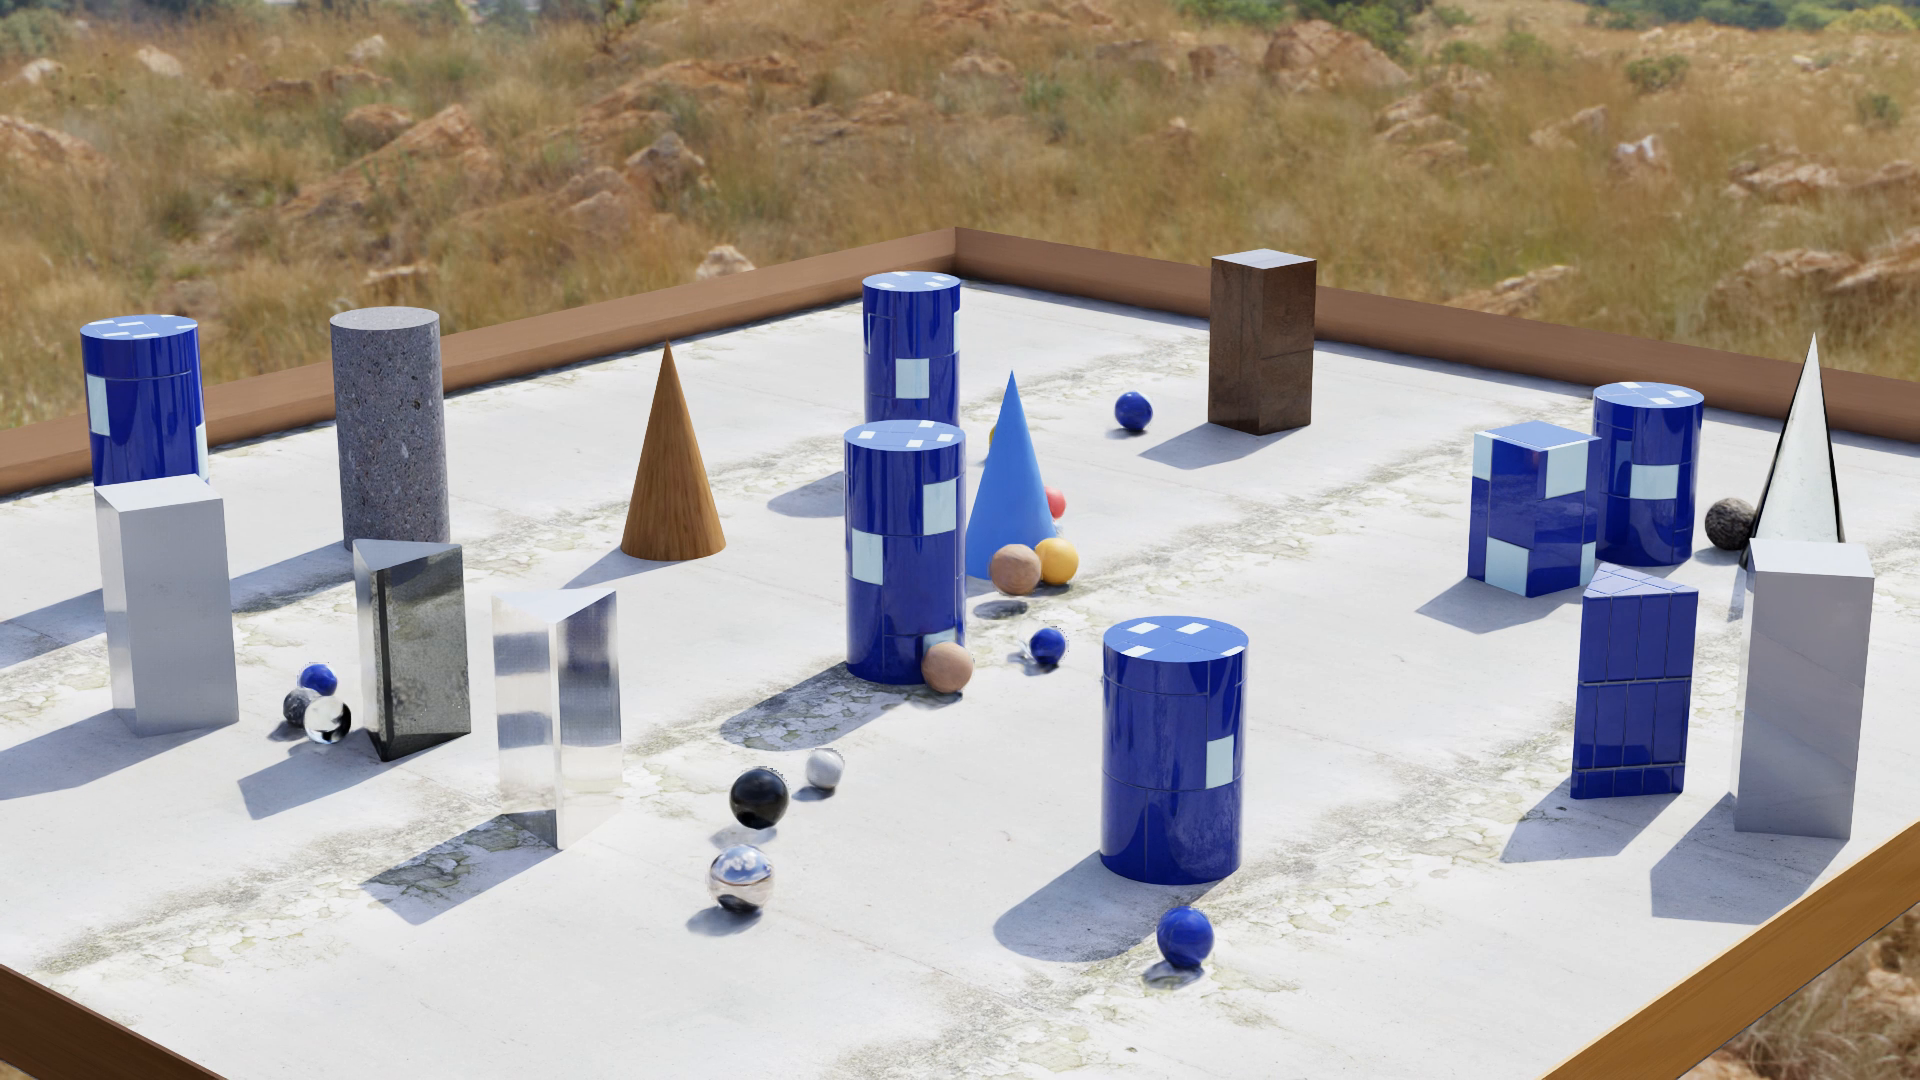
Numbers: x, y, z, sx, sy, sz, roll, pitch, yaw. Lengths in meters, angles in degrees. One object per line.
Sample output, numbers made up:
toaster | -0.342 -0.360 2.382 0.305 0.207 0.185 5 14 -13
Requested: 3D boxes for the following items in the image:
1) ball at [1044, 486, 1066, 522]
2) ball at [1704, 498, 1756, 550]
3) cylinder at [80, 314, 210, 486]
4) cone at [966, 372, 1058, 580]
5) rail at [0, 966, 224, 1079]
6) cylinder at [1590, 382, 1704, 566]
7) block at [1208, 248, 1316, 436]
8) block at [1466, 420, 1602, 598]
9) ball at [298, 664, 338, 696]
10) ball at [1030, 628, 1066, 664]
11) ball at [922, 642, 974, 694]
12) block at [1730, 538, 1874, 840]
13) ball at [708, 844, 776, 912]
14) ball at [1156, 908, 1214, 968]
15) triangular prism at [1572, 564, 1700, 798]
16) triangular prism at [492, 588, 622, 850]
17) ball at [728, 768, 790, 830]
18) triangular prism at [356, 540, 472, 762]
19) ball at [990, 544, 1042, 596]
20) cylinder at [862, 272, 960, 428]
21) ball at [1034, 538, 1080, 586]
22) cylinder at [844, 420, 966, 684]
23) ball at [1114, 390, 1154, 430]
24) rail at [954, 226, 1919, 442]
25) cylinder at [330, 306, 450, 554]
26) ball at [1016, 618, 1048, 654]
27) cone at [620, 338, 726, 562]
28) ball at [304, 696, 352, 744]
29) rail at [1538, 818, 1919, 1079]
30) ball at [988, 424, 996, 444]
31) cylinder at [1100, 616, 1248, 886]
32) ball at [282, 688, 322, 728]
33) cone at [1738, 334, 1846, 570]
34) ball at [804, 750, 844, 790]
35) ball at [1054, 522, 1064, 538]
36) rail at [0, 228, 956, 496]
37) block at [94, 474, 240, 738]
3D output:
ball | 0.161 -0.064 5.349 0.066 0.066 0.066 0 17 0
ball | 1.415 -0.029 5.375 0.098 0.098 0.098 0 17 0
cylinder | -1.406 -0.139 5.090 0.195 0.473 0.195 0 17 0
cone | 0.092 -0.130 5.244 0.195 0.366 0.195 0 17 0
rail | -1.351 0.481 3.631 3.655 0.127 0.045 14 22 39
cylinder | 1.244 -0.121 5.338 0.195 0.295 0.195 0 17 0
block | 0.640 -0.421 6.225 0.156 0.358 0.156 -13 21 -37
block | 1.014 -0.056 5.178 0.156 0.264 0.156 -12 20 -34
ball | -0.993 0.221 4.540 0.060 0.060 0.060 0 17 0
ball | 0.143 0.173 4.771 0.061 0.061 0.061 0 17 0
ball | -0.020 0.202 4.637 0.082 0.082 0.082 0 17 0
block | 1.174 0.207 4.102 0.156 0.382 0.156 3 17 11
ball | -0.285 0.442 3.830 0.089 0.089 0.089 0 17 0
ball | 0.282 0.498 3.670 0.073 0.073 0.073 0 17 0
triangular prism | 0.952 0.201 4.253 0.169 0.306 0.146 -3 17 -9
triangular prism | -0.540 0.238 4.093 0.146 0.328 0.169 -12 21 -35
ball | -0.281 0.362 4.100 0.085 0.085 0.085 0 17 0
triangular prism | -0.856 0.155 4.418 0.146 0.298 0.169 14 22 38
ball | 0.096 0.051 5.075 0.091 0.091 0.091 0 17 0
cylinder | -0.097 -0.335 5.901 0.195 0.379 0.195 0 17 0
ball | 0.168 0.037 5.178 0.084 0.084 0.084 0 17 0
cylinder | -0.088 0.018 4.718 0.195 0.387 0.195 0 17 0
ball | 0.368 -0.274 6.210 0.085 0.085 0.085 0 17 0
rail | 1.351 -0.417 6.609 3.655 0.127 0.045 14 22 39
cylinder | -1.043 -0.199 5.374 0.195 0.424 0.195 0 17 0
ball | 0.121 0.158 4.824 0.058 0.058 0.058 0 17 0
cone | -0.529 -0.179 5.357 0.195 0.395 0.195 0 17 0
ball | -0.954 0.271 4.424 0.072 0.072 0.072 0 17 0
rail | 1.362 0.373 3.988 0.045 0.127 4.167 14 22 39
ball | 0.099 -0.205 5.986 0.082 0.082 0.082 0 17 0
cylinder | 0.289 0.282 3.965 0.195 0.316 0.195 0 17 0
ball | -1.003 0.257 4.486 0.064 0.064 0.064 0 17 0
cone | 1.505 -0.160 5.228 0.195 0.434 0.195 0 17 0
ball | -0.197 0.333 4.245 0.057 0.057 0.057 0 17 0
ball | 0.170 -0.016 5.431 0.041 0.041 0.041 0 17 0
rail | -1.362 -0.310 6.252 0.045 0.127 4.167 14 22 39
block | -1.216 0.100 4.497 0.156 0.359 0.156 -9 19 -28
